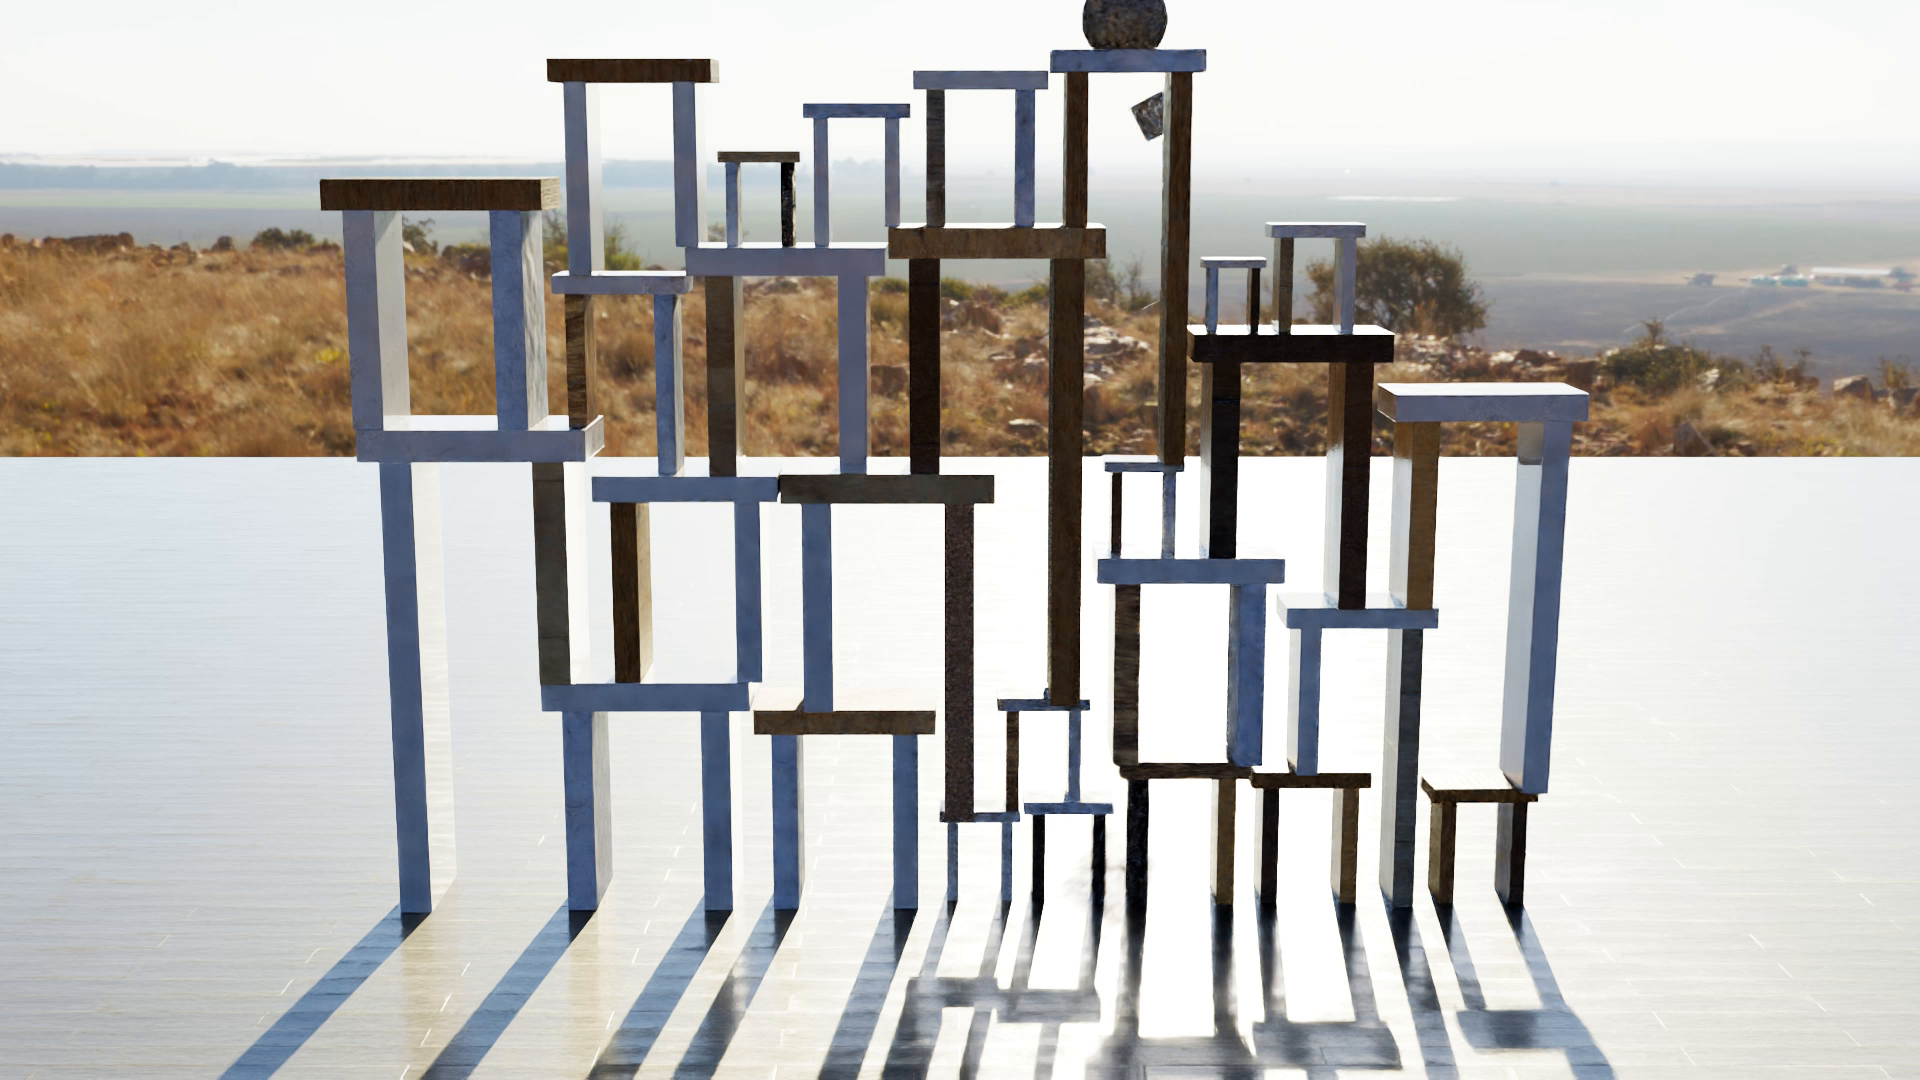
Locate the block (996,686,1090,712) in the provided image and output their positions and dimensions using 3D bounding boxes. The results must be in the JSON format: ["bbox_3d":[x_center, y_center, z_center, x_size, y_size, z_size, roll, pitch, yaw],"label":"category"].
[{"bbox_3d":[0.137,0.261,3.613,0.152,0.022,0.076,0,11,0],"label":"block"}]

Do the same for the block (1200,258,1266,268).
[{"bbox_3d":[0.432,-0.438,3.474,0.099,0.014,0.049,0,11,0],"label":"block"}]

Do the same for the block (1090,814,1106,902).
[{"bbox_3d":[0.229,0.517,3.653,0.021,0.149,0.075,0,11,0],"label":"block"}]

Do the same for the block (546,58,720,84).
[{"bbox_3d":[-0.507,-0.731,3.428,0.251,0.036,0.126,0,11,0],"label":"block"}]

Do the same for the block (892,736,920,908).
[{"bbox_3d":[-0.088,0.445,3.644,0.042,0.293,0.147,0,11,0],"label":"block"}]

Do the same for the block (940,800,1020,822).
[{"bbox_3d":[0.033,0.449,3.642,0.134,0.019,0.067,0,11,0],"label":"block"}]

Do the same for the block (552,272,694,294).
[{"bbox_3d":[-0.534,-0.408,3.485,0.209,0.030,0.104,0,11,0],"label":"block"}]

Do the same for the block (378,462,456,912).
[{"bbox_3d":[-0.885,0.226,3.601,0.051,0.740,0.180,0,11,0],"label":"block"}]

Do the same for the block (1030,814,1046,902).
[{"bbox_3d":[0.130,0.517,3.653,0.021,0.149,0.075,0,11,0],"label":"block"}]

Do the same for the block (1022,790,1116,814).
[{"bbox_3d":[0.179,0.433,3.637,0.149,0.021,0.075,0,11,0],"label":"block"}]

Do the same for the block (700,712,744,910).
[{"bbox_3d":[-0.394,0.425,3.643,0.047,0.334,0.167,0,11,0],"label":"block"}]

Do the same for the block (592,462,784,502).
[{"bbox_3d":[-0.434,-0.093,3.539,0.293,0.042,0.147,0,11,0],"label":"block"}]

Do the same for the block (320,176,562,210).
[{"bbox_3d":[-0.813,-0.545,3.460,0.339,0.048,0.170,0,11,0],"label":"block"}]

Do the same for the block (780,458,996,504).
[{"bbox_3d":[-0.114,-0.095,3.540,0.338,0.048,0.169,0,11,0],"label":"block"}]

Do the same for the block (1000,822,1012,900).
[{"bbox_3d":[0.077,0.524,3.656,0.019,0.134,0.067,0,11,0],"label":"block"}]

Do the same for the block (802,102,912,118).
[{"bbox_3d":[-0.160,-0.671,3.438,0.166,0.023,0.083,0,11,0],"label":"block"}]

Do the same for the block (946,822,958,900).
[{"bbox_3d":[-0.012,0.524,3.656,0.019,0.134,0.067,0,11,0],"label":"block"}]

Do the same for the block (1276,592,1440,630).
[{"bbox_3d":[0.644,0.114,3.578,0.244,0.035,0.122,0,11,0],"label":"block"}]

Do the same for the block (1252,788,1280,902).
[{"bbox_3d":[0.509,0.493,3.655,0.028,0.195,0.098,0,11,0],"label":"block"}]

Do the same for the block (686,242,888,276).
[{"bbox_3d":[-0.270,-0.444,3.476,0.309,0.044,0.154,0,11,0],"label":"block"}]

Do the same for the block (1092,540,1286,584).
[{"bbox_3d":[0.368,0.036,3.565,0.300,0.042,0.150,0,11,0],"label":"block"}]

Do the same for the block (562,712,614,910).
[{"bbox_3d":[-0.616,0.425,3.643,0.047,0.334,0.167,0,11,0],"label":"block"}]

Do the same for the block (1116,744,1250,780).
[{"bbox_3d":[0.365,0.366,3.629,0.212,0.030,0.106,0,11,0],"label":"block"}]

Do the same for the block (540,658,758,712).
[{"bbox_3d":[-0.505,0.238,3.609,0.334,0.047,0.167,0,11,0],"label":"block"}]

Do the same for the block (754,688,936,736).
[{"bbox_3d":[-0.186,0.281,3.613,0.293,0.042,0.147,0,11,0],"label":"block"}]

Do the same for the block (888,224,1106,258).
[{"bbox_3d":[0.057,-0.473,3.474,0.336,0.048,0.168,0,11,0],"label":"block"}]

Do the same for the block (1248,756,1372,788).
[{"bbox_3d":[0.574,0.384,3.635,0.195,0.028,0.098,0,11,0],"label":"block"}]

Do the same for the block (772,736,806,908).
[{"bbox_3d":[-0.284,0.445,3.644,0.042,0.293,0.147,0,11,0],"label":"block"}]

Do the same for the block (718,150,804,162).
[{"bbox_3d":[-0.312,-0.600,3.444,0.129,0.018,0.064,0,11,0],"label":"block"}]

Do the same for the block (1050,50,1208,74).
[{"bbox_3d":[0.260,-0.743,3.417,0.236,0.033,0.118,0,11,1],"label":"block"}]

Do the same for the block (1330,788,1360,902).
[{"bbox_3d":[0.639,0.493,3.655,0.028,0.195,0.098,0,11,0],"label":"block"}]

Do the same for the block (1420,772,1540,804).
[{"bbox_3d":[0.855,0.409,3.623,0.174,0.025,0.087,0,11,-4],"label":"block"}]

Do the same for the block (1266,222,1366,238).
[{"bbox_3d":[0.559,-0.488,3.465,0.147,0.021,0.073,0,11,0],"label":"block"}]

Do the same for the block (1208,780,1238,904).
[{"bbox_3d":[0.436,0.485,3.651,0.030,0.212,0.106,0,11,0],"label":"block"}]

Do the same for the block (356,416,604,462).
[{"bbox_3d":[-0.766,-0.163,3.529,0.359,0.051,0.180,0,11,0],"label":"block"}]

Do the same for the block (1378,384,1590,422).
[{"bbox_3d":[0.833,-0.220,3.514,0.302,0.043,0.151,0,10,0],"label":"block"}]

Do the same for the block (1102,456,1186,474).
[{"bbox_3d":[0.296,-0.122,3.541,0.130,0.018,0.065,0,11,1],"label":"block"}]

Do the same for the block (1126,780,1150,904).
[{"bbox_3d":[0.294,0.485,3.651,0.030,0.212,0.106,0,11,0],"label":"block"}]

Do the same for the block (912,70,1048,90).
[{"bbox_3d":[0.032,-0.717,3.431,0.209,0.030,0.104,0,11,0],"label":"block"}]

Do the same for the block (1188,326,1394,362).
[{"bbox_3d":[0.520,-0.313,3.502,0.311,0.044,0.156,0,11,0],"label":"block"}]

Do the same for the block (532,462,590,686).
[{"bbox_3d":[-0.646,0.039,3.567,0.051,0.359,0.180,0,11,0],"label":"block"}]
